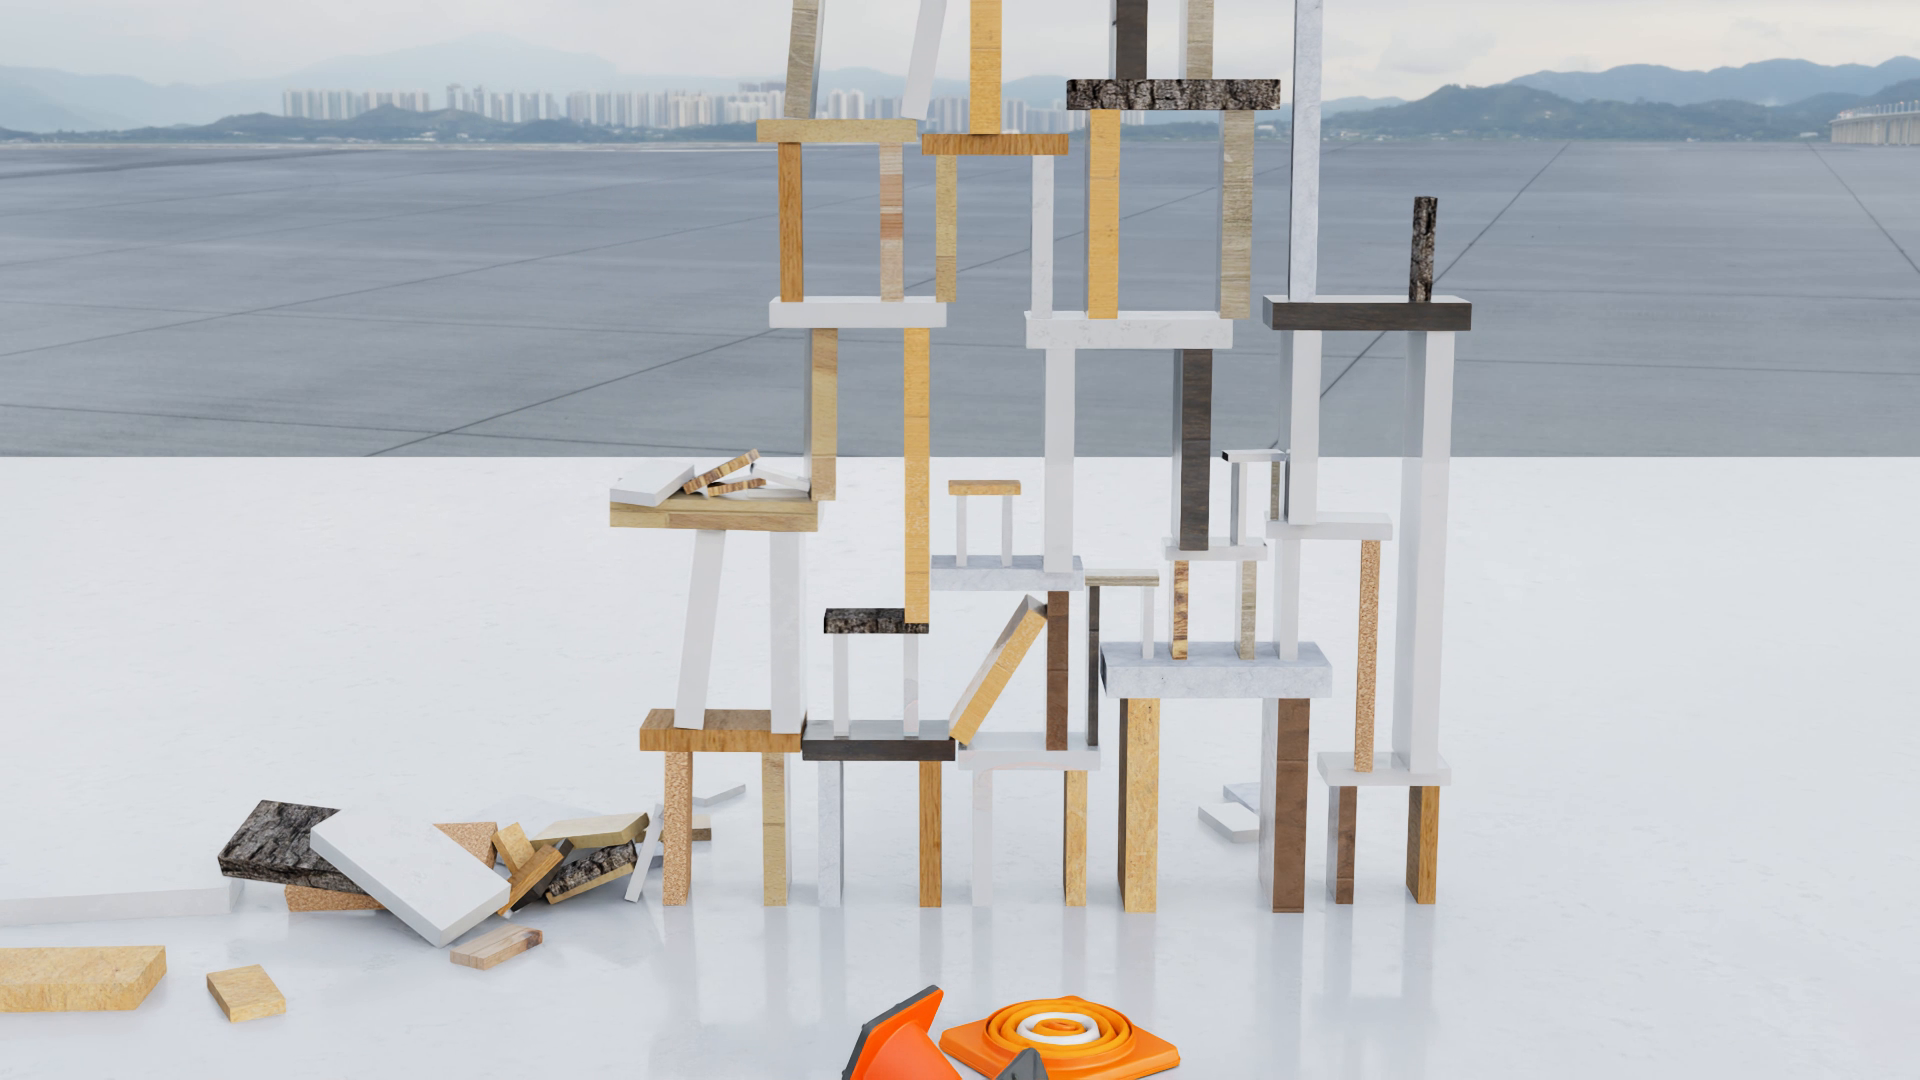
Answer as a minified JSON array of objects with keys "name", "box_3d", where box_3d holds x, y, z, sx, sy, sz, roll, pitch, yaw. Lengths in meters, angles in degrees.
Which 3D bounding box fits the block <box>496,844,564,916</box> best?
[{"name":"block","box_3d":[-0.710,0.553,3.580,0.136,0.019,0.068,-44,17,-19]}]

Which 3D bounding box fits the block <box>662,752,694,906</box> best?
[{"name":"block","box_3d":[-0.468,0.460,3.653,0.037,0.261,0.131,2,10,-3]}]

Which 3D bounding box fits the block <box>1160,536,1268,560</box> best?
[{"name":"block","box_3d":[0.410,0.014,3.559,0.164,0.023,0.082,0,11,0]}]

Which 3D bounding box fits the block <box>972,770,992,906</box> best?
[{"name":"block","box_3d":[0.036,0.477,3.645,0.033,0.231,0.116,0,11,0]}]

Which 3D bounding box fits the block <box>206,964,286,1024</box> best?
[{"name":"block","box_3d":[-1.045,0.663,3.218,0.077,0.022,0.155,-6,12,-30]}]

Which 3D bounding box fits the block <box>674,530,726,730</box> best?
[{"name":"block","box_3d":[-0.427,0.128,3.607,0.047,0.329,0.165,6,10,-8]}]

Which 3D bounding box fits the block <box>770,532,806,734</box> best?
[{"name":"block","box_3d":[-0.280,0.134,3.589,0.047,0.329,0.165,0,10,0]}]

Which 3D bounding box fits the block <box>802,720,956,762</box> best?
[{"name":"block","box_3d":[-0.131,0.329,3.617,0.248,0.035,0.124,0,11,0]}]

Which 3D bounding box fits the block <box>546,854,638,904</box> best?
[{"name":"block","box_3d":[-0.610,0.555,3.648,0.149,0.021,0.074,-22,12,1]}]

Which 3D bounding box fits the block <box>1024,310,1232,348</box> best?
[{"name":"block","box_3d":[0.263,-0.335,3.496,0.320,0.045,0.160,0,11,0]}]

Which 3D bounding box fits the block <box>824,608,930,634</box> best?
[{"name":"block","box_3d":[-0.135,0.132,3.585,0.170,0.024,0.085,0,11,0]}]

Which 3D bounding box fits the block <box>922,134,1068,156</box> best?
[{"name":"block","box_3d":[0.054,-0.619,3.439,0.226,0.032,0.113,0,11,-1]}]

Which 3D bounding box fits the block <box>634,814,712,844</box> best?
[{"name":"block","box_3d":[-0.532,0.522,3.972,0.163,0.023,0.081,-1,11,-7]}]

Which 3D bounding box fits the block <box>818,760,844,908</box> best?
[{"name":"block","box_3d":[-0.213,0.468,3.642,0.035,0.248,0.124,0,11,0]}]

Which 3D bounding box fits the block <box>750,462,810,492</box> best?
[{"name":"block","box_3d":[-0.288,-0.101,3.511,0.095,0.013,0.047,16,9,-13]}]

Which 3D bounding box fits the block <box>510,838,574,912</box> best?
[{"name":"block","box_3d":[-0.691,0.550,3.617,0.068,0.019,0.136,-31,17,30]}]

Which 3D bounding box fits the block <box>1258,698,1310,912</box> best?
[{"name":"block","box_3d":[0.534,0.413,3.634,0.051,0.360,0.180,0,10,0]}]

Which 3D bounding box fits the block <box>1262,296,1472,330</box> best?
[{"name":"block","box_3d":[0.642,-0.361,3.489,0.307,0.043,0.153,0,11,2]}]

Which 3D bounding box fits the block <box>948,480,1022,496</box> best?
[{"name":"block","box_3d":[0.039,-0.085,3.540,0.115,0.016,0.058,0,11,-2]}]

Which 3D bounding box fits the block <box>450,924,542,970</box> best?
[{"name":"block","box_3d":[-0.717,0.629,3.405,0.068,0.019,0.136,6,12,29]}]

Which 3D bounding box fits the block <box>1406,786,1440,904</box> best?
[{"name":"block","box_3d":[0.768,0.491,3.649,0.029,0.203,0.101,0,11,0]}]

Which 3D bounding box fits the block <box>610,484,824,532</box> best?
[{"name":"block","box_3d":[-0.388,-0.054,3.556,0.329,0.047,0.165,1,10,0]}]

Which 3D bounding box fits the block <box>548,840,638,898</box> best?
[{"name":"block","box_3d":[-0.605,0.537,3.615,0.148,0.021,0.074,-24,12,-7]}]

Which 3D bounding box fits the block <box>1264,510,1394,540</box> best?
[{"name":"block","box_3d":[0.592,-0.023,3.550,0.200,0.028,0.100,1,11,5]}]

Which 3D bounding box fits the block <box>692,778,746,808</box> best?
[{"name":"block","box_3d":[-0.470,0.483,4.199,0.059,0.017,0.119,7,13,33]}]

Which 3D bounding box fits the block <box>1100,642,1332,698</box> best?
[{"name":"block","box_3d":[0.414,0.211,3.597,0.360,0.051,0.180,0,11,0]}]

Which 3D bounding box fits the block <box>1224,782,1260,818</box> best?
[{"name":"block","box_3d":[0.561,0.491,4.139,0.080,0.023,0.159,-3,11,-13]}]

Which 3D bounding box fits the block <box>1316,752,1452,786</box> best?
[{"name":"block","box_3d":[0.698,0.377,3.628,0.203,0.029,0.101,0,11,0]}]

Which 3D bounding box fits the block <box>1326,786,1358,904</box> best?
[{"name":"block","box_3d":[0.633,0.491,3.650,0.029,0.203,0.101,0,11,0]}]

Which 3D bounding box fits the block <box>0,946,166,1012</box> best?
[{"name":"block","box_3d":[-1.345,0.647,3.244,0.297,0.042,0.148,0,11,-3]}]

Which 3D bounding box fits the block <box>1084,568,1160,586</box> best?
[{"name":"block","box_3d":[0.262,0.061,3.567,0.120,0.017,0.060,0,11,2]}]

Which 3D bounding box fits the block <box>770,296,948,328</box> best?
[{"name":"block","box_3d":[-0.159,-0.363,3.492,0.275,0.039,0.138,0,11,0]}]

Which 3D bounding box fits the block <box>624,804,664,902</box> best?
[{"name":"block","box_3d":[-0.521,0.519,3.651,0.021,0.148,0.074,19,9,-7]}]

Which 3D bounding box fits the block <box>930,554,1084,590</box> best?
[{"name":"block","box_3d":[0.076,0.053,3.571,0.245,0.035,0.122,0,10,0]}]

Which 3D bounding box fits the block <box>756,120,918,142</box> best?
[{"name":"block","box_3d":[-0.190,-0.640,3.440,0.246,0.035,0.123,0,11,-1]}]

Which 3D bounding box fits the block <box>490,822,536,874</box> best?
[{"name":"block","box_3d":[-0.730,0.534,3.666,0.017,0.121,0.061,-33,-4,25]}]

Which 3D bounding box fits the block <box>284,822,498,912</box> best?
[{"name":"block","box_3d":[-0.935,0.539,3.634,0.318,0.045,0.159,-2,32,1]}]

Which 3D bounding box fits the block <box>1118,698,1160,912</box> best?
[{"name":"block","box_3d":[0.294,0.413,3.634,0.051,0.360,0.180,0,11,0]}]

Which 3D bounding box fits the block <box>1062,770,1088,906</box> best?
[{"name":"block","box_3d":[0.191,0.477,3.645,0.033,0.231,0.116,0,11,0]}]

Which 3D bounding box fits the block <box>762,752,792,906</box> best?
[{"name":"block","box_3d":[-0.304,0.461,3.650,0.037,0.261,0.131,0,11,0]}]

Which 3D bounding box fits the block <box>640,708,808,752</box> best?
[{"name":"block","box_3d":[-0.388,0.313,3.624,0.261,0.037,0.131,0,11,1]}]

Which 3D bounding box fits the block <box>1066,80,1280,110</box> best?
[{"name":"block","box_3d":[0.329,-0.694,3.431,0.320,0.045,0.160,0,11,0]}]

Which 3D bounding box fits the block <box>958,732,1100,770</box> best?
[{"name":"block","box_3d":[0.113,0.347,3.620,0.231,0.033,0.116,0,11,0]}]

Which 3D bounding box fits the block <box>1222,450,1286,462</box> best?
[{"name":"block","box_3d":[0.470,-0.135,3.531,0.093,0.013,0.046,-1,11,-8]}]

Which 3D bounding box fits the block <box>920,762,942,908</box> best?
[{"name":"block","box_3d":[-0.049,0.469,3.642,0.035,0.248,0.124,0,11,0]}]
